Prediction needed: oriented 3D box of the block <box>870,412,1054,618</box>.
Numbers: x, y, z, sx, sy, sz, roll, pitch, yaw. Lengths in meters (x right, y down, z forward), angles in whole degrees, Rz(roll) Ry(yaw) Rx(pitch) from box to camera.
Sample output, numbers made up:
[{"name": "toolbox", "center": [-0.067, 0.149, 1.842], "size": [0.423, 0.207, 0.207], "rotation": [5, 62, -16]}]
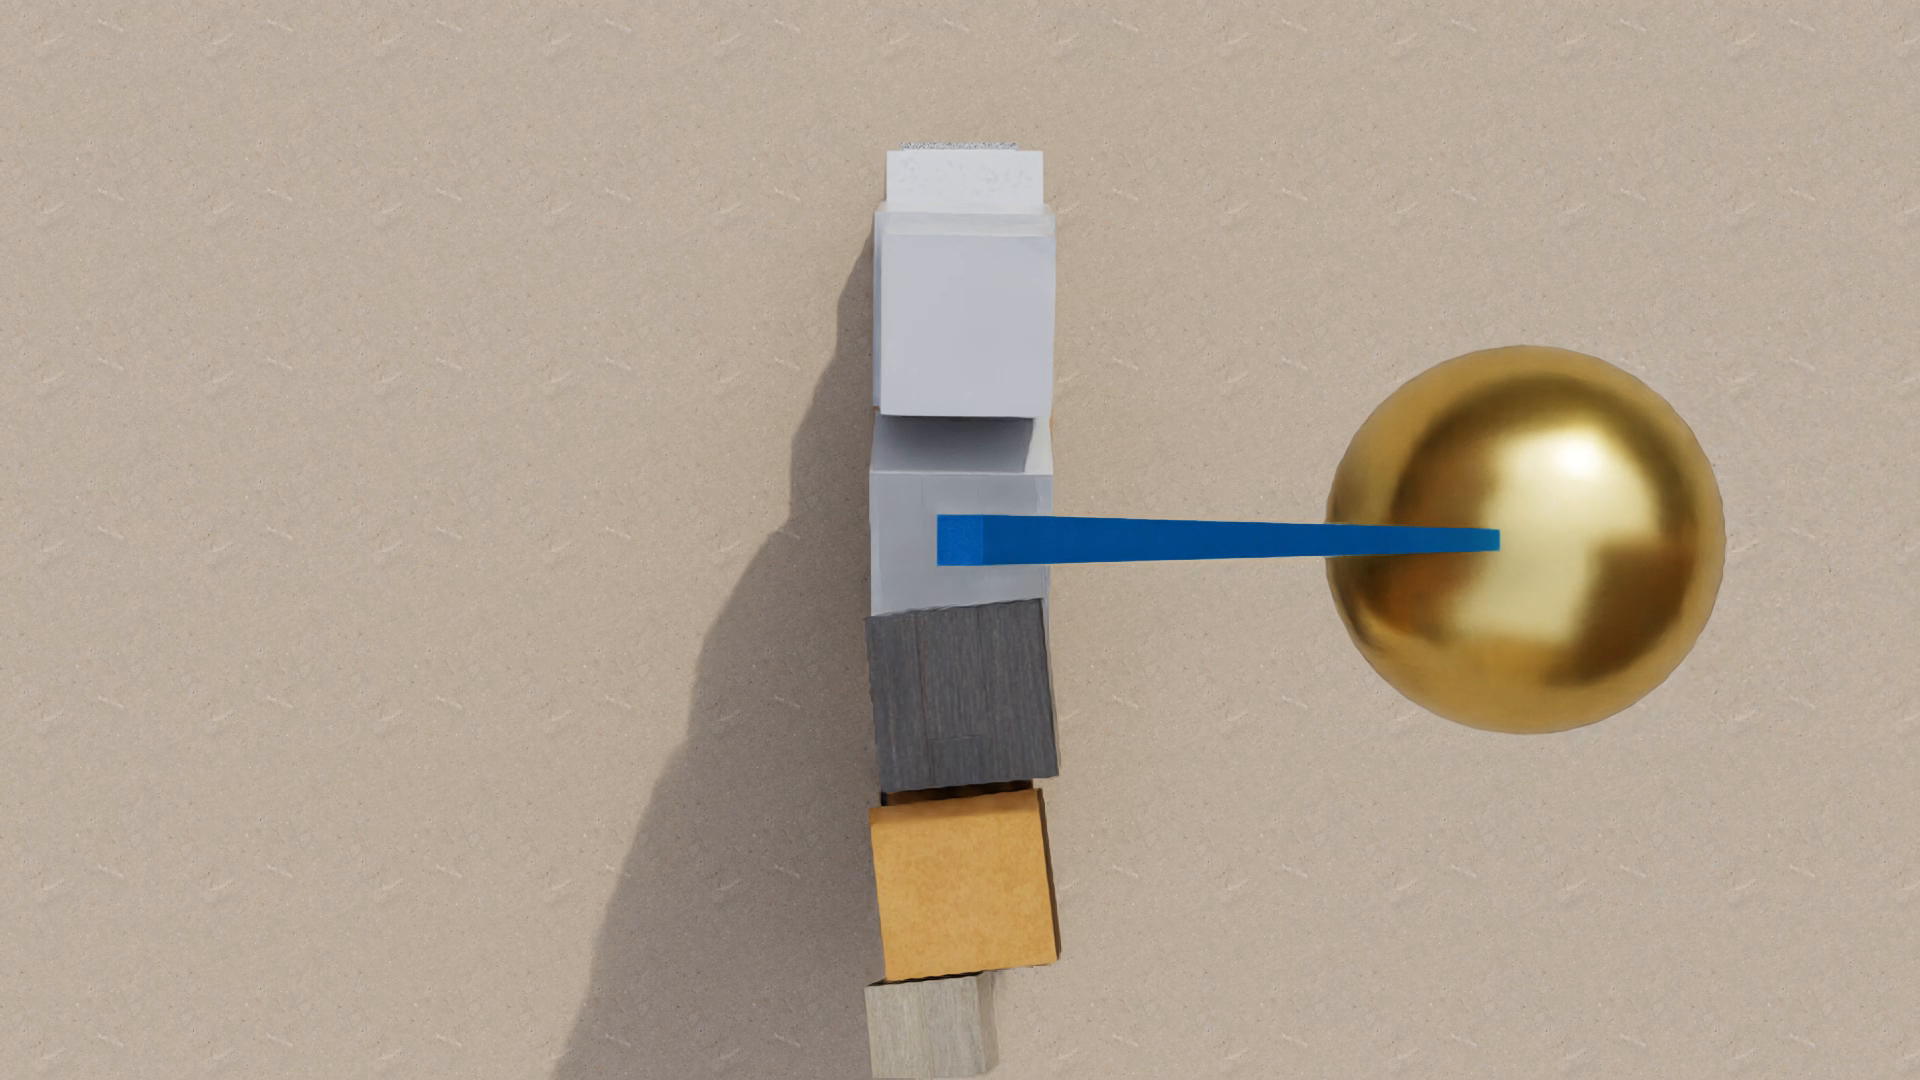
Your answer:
[{"name": "block", "center": [0.004, -0.058, 9.690], "size": [0.771, 0.655, 0.818], "rotation": [1, 117, 0]}]

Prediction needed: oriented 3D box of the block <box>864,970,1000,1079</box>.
[{"name": "block", "center": [-0.109, 1.971, 8.932], "size": [0.452, 0.470, 0.381], "rotation": [-7, 82, 7]}]

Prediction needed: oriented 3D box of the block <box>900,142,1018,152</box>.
[{"name": "block", "center": [-0.006, -1.819, 12.634], "size": [0.663, 0.733, 0.794], "rotation": [0, 90, 0]}]

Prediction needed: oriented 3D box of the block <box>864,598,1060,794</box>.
[{"name": "block", "center": [0.025, 0.628, 9.104], "size": [0.711, 0.749, 0.700], "rotation": [-6, 89, 3]}]

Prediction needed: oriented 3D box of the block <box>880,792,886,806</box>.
[{"name": "block", "center": [-0.015, 0.999, 11.115], "size": [0.744, 0.701, 0.768], "rotation": [0, 89, 0]}]

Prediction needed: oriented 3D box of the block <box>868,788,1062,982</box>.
[{"name": "block", "center": [0.034, 1.425, 9.198], "size": [0.685, 0.750, 0.693], "rotation": [-7, 83, 3]}]

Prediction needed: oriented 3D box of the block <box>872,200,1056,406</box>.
[{"name": "block", "center": [0.015, -1.100, 10.134], "size": [0.792, 0.890, 0.855], "rotation": [1, 102, 0]}]

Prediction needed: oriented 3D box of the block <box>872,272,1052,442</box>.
[{"name": "block", "center": [0.011, -0.854, 11.837], "size": [0.926, 0.893, 0.911], "rotation": [0, 75, 0]}]

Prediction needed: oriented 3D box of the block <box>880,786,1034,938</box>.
[{"name": "block", "center": [-0.015, 1.815, 12.625], "size": [0.867, 0.751, 0.802], "rotation": [0, 90, 0]}]

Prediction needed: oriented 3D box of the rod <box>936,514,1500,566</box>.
[{"name": "rod", "center": [0.994, 0.000, 5.869], "size": [0.080, 5.200, 0.080], "rotation": [0, 90, 22]}]

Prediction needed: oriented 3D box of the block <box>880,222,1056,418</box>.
[{"name": "block", "center": [0.031, -0.946, 9.317], "size": [0.703, 0.772, 0.736], "rotation": [1, 102, 0]}]

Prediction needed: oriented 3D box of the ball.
[{"name": "ball", "center": [2.295, 0.000, 9.010], "size": [1.600, 1.600, 1.600], "rotation": [0, 90, 0]}]

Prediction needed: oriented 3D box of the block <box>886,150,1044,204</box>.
[{"name": "block", "center": [0.023, -1.419, 11.086], "size": [0.764, 0.836, 0.758], "rotation": [0, 71, 0]}]

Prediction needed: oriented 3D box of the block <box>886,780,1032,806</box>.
[{"name": "block", "center": [0.000, 0.872, 9.891], "size": [0.638, 0.585, 0.577], "rotation": [0, 96, 0]}]
